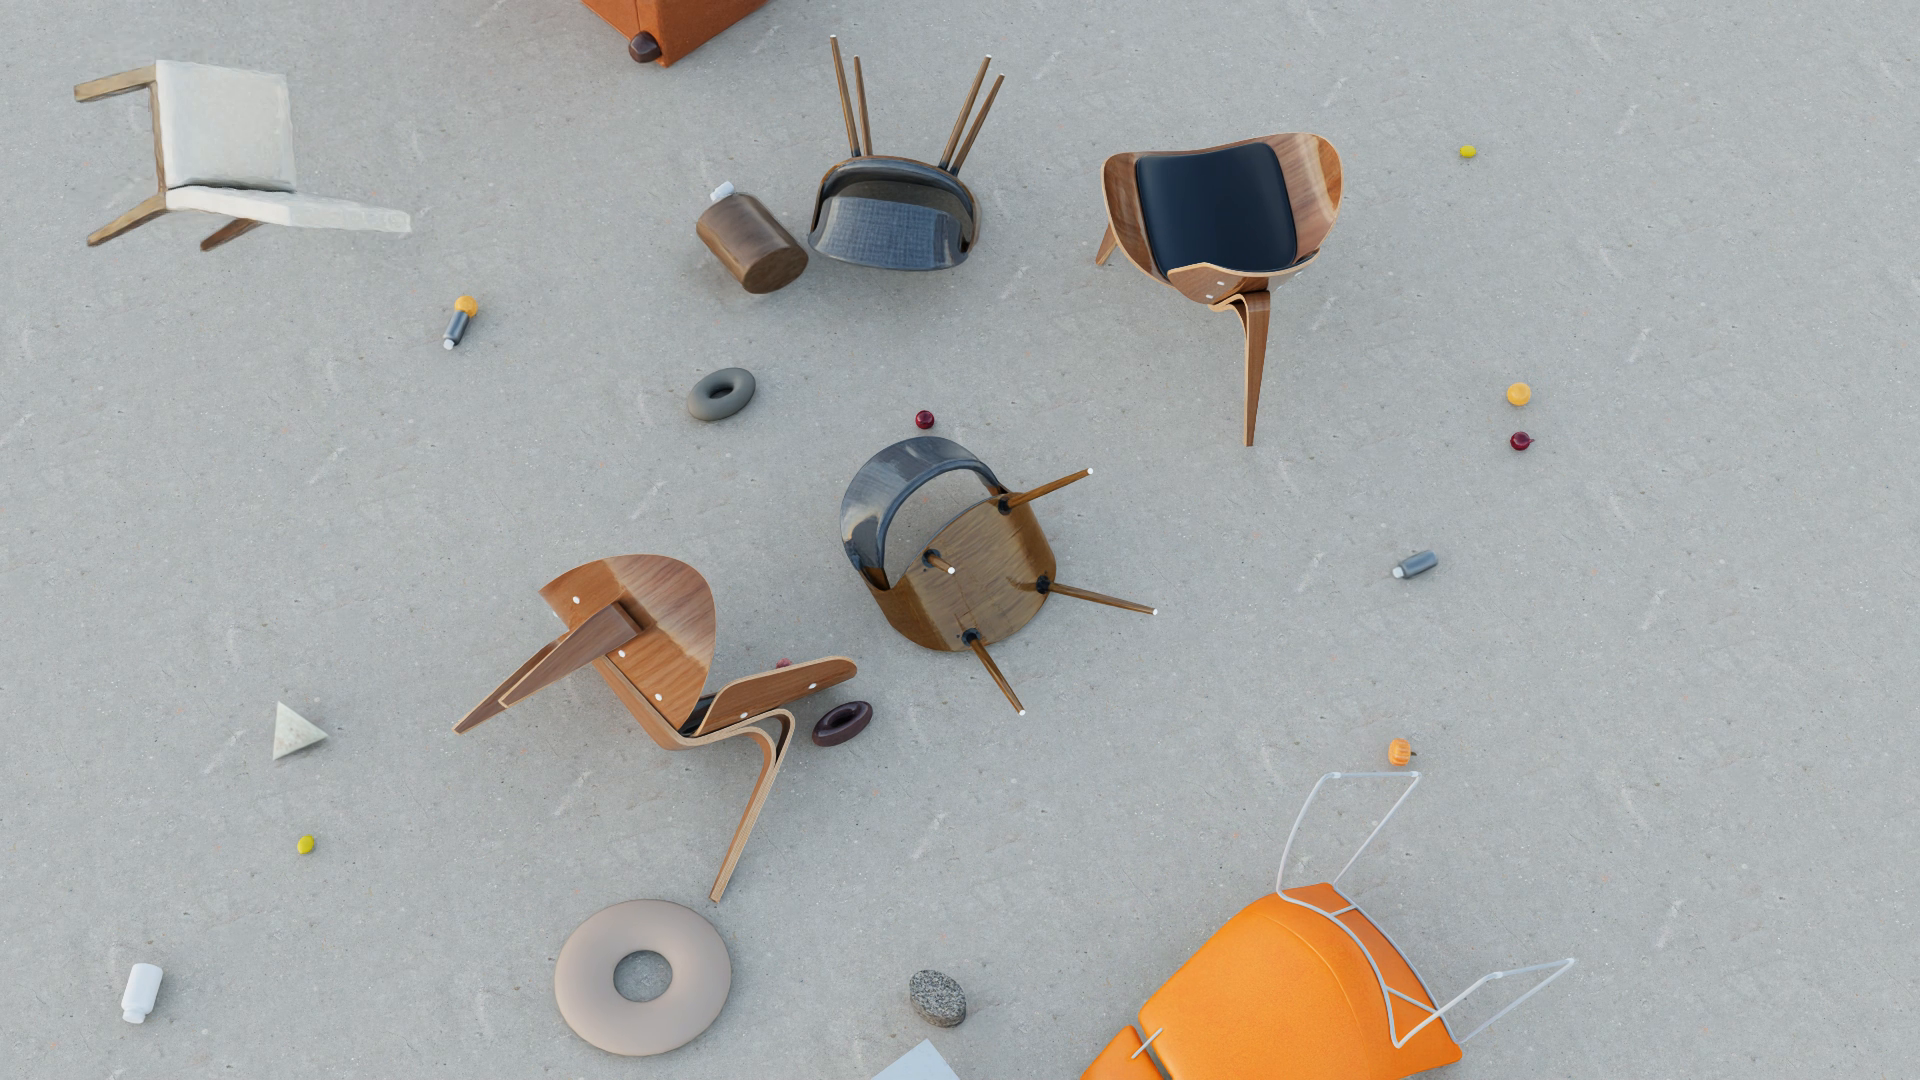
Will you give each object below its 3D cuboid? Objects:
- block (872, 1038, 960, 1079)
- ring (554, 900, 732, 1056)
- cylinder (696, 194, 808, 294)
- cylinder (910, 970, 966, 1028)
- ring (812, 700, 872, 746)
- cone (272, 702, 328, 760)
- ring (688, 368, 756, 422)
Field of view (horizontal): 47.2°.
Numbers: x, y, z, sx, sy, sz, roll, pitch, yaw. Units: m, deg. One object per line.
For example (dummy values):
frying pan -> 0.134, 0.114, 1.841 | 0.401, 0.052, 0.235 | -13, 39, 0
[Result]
block -> -0.095, 1.474, 5.473 | 0.275, 0.185, 0.315 | -32, 62, -20
ring -> -0.832, 1.143, 5.768 | 0.466, 0.066, 0.436 | 5, 57, 4
cylinder -> -0.673, -0.955, 7.101 | 0.252, 0.180, 0.282 | -21, 57, -36
cylinder -> -0.058, 1.195, 5.726 | 0.162, 0.076, 0.111 | 30, 61, 19
ring -> -0.330, 0.516, 6.180 | 0.194, 0.081, 0.088 | -29, 59, -16
cone -> -1.886, 0.560, 6.174 | 0.198, 0.084, 0.144 | 29, 77, 21
ring -> -0.741, -0.453, 6.832 | 0.235, 0.077, 0.155 | -33, 61, -21
